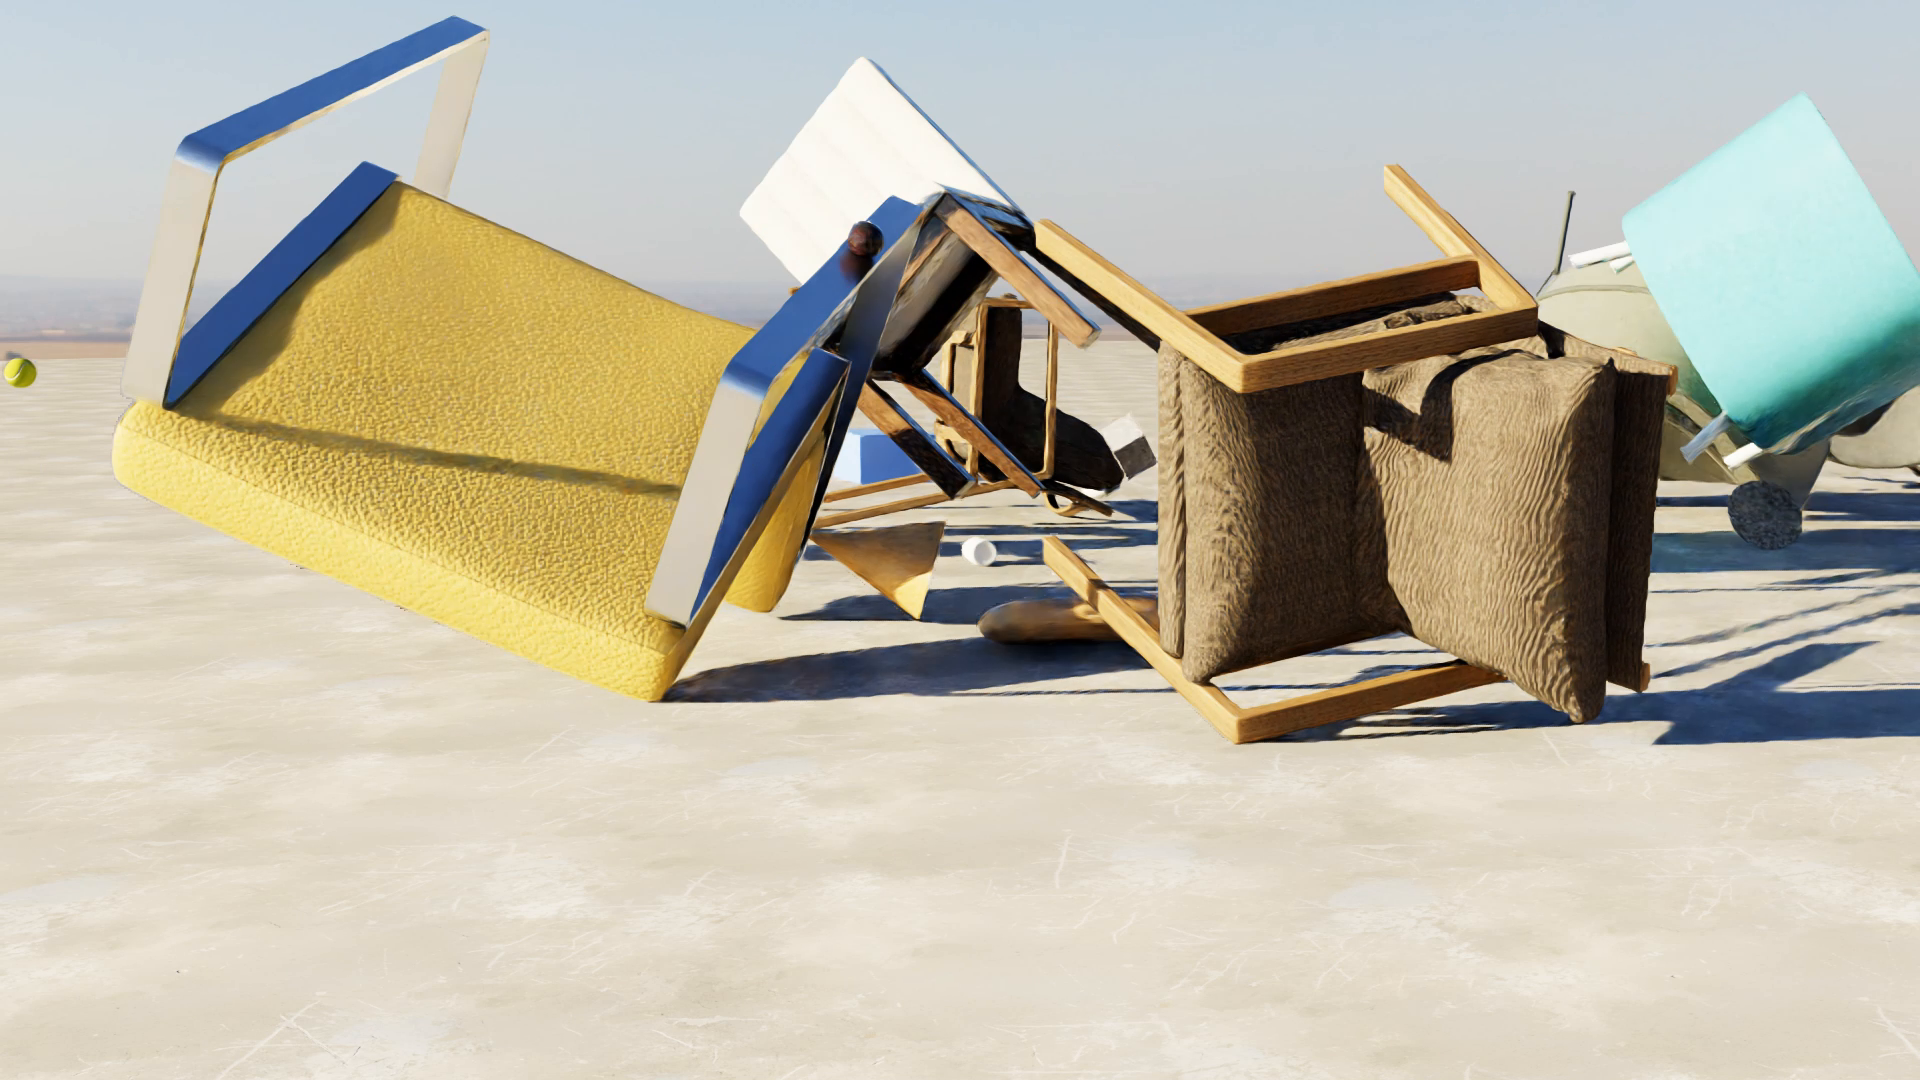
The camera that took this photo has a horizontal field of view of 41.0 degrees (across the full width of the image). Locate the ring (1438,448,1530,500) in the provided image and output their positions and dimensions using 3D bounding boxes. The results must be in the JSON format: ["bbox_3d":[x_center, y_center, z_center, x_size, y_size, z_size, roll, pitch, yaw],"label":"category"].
[{"bbox_3d":[1.566,-0.196,7.670,0.382,0.137,0.188,-7,7,-42],"label":"ring"}]

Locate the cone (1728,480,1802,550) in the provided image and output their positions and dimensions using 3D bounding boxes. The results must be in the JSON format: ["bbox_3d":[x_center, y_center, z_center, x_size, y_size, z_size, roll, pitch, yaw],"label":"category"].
[{"bbox_3d":[1.942,-0.042,6.245,0.188,0.181,0.094,33,-22,8],"label":"cone"}]

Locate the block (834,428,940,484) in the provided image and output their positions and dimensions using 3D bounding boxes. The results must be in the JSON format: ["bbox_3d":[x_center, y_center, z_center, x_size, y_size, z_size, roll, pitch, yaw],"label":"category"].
[{"bbox_3d":[-0.240,-0.273,8.318,0.259,0.153,0.331,-2,6,-17],"label":"block"}]

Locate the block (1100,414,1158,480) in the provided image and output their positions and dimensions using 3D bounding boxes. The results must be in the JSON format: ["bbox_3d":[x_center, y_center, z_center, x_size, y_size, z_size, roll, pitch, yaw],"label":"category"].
[{"bbox_3d":[0.433,-0.239,6.567,0.087,0.107,0.100,-30,41,2],"label":"block"}]

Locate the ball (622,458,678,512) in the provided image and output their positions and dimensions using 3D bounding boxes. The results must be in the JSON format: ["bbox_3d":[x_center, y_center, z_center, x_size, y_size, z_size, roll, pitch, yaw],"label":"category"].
[{"bbox_3d":[-0.862,-0.153,7.147,0.154,0.154,0.154,0,6,0],"label":"ball"}]

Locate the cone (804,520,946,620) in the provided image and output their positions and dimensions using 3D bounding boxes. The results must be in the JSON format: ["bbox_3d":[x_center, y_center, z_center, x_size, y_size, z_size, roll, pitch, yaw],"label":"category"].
[{"bbox_3d":[-0.176,0.024,4.913,0.256,0.199,0.256,15,9,0],"label":"cone"}]

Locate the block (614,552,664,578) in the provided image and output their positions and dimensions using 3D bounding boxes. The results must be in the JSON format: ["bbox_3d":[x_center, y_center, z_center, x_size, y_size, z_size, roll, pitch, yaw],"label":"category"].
[{"bbox_3d":[-0.708,0.054,5.664,0.066,0.045,0.105,3,7,25],"label":"block"}]

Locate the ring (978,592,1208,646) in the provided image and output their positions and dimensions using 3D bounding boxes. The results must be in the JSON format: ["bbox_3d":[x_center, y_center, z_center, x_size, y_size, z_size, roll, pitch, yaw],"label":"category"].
[{"bbox_3d":[0.235,0.138,4.506,0.407,0.075,0.349,-3,-4,-4],"label":"ring"}]
